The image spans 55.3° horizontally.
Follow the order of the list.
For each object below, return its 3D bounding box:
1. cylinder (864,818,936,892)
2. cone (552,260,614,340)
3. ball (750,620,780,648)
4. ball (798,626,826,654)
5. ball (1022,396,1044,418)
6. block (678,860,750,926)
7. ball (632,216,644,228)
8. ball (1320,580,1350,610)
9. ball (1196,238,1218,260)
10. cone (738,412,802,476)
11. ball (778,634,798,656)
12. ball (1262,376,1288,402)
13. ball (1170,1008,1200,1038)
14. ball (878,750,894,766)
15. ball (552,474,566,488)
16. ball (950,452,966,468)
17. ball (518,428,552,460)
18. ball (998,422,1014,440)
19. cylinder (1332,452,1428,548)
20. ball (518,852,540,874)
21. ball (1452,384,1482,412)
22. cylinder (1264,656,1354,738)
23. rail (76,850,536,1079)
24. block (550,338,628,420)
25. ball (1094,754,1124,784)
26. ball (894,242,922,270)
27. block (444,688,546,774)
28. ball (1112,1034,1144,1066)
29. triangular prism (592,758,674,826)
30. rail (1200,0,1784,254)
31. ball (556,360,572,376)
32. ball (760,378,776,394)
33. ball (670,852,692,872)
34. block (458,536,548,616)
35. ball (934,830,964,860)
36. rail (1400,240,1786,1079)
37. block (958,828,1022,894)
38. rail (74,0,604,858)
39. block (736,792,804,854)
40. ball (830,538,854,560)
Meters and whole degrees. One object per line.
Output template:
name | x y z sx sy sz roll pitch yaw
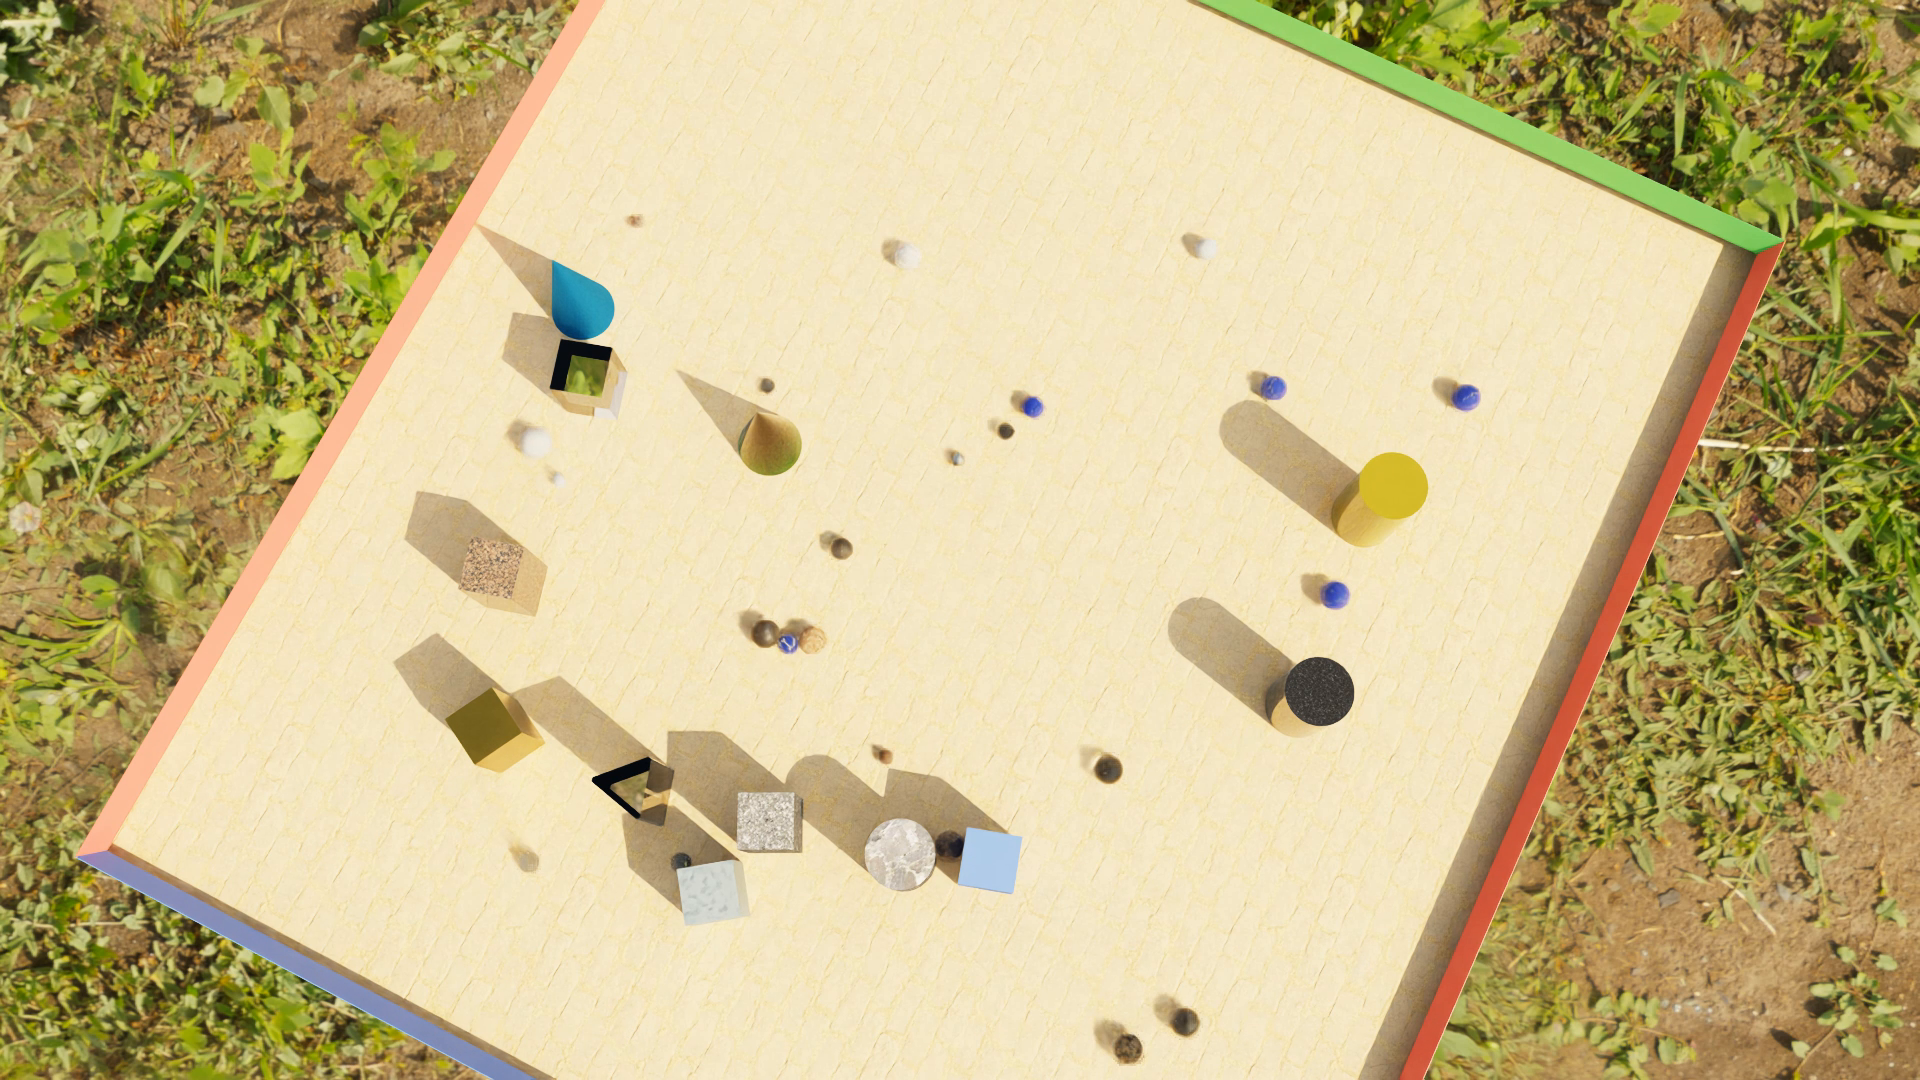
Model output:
cylinder | -0.168 0.909 5.271 0.198 0.309 0.198 0 78 0
cone | -1.185 -0.770 5.547 0.198 0.449 0.198 0 78 0
ball | -0.585 0.283 5.510 0.087 0.087 0.087 0 78 0
ball | -0.444 0.303 5.511 0.084 0.084 0.084 0 78 0
ball | 0.226 -0.412 5.666 0.071 0.071 0.071 0 78 0
block | -0.707 1.017 5.278 0.158 0.252 0.158 -10 78 -2
ball | -1.021 -1.006 5.804 0.041 0.041 0.041 0 78 0
ball | 1.133 0.168 5.535 0.092 0.092 0.092 0 78 0
ball | 0.777 -0.917 5.770 0.072 0.072 0.072 0 78 0
cone | -0.588 -0.333 5.493 0.198 0.376 0.198 0 78 0
ball | -0.517 0.315 5.519 0.064 0.064 0.064 0 78 0
ball | 0.974 -0.470 5.674 0.079 0.079 0.079 0 78 0
ball | 0.650 1.392 5.285 0.085 0.085 0.085 0 78 0
ball | -0.219 0.648 5.459 0.047 0.047 0.047 0 78 0
ball | -1.232 -0.184 5.633 0.043 0.043 0.043 0 78 0
ball | -0.006 -0.247 5.645 0.045 0.045 0.045 0 78 0
ball | -1.304 -0.296 5.627 0.099 0.099 0.099 0 78 0
ball | 0.142 -0.335 5.658 0.054 0.054 0.054 0 78 0
cylinder | 1.239 -0.114 5.434 0.198 0.405 0.198 0 78 0
ball | -1.267 0.947 5.388 0.063 0.063 0.063 0 78 0
ball | 1.564 -0.440 5.663 0.088 0.088 0.088 0 78 0
cylinder | 1.016 0.463 5.344 0.198 0.346 0.198 0 78 0
rail | -0.878 1.726 5.193 3.735 0.129 0.045 26 80 5
block | -1.129 -0.486 5.586 0.158 0.258 0.158 10 78 2
ball | 0.440 0.680 5.431 0.089 0.089 0.089 0 78 0
ball | -0.163 -0.891 5.758 0.084 0.084 0.084 0 78 0
block | -1.351 0.558 5.344 0.158 0.308 0.158 -35 80 -7
ball | 0.483 1.463 5.265 0.087 0.087 0.087 0 78 0
triangular prism | -0.903 0.699 5.258 0.171 0.419 0.148 39 81 7
rail | 0.878 -1.712 5.904 3.735 0.129 0.045 26 80 5
ball | -1.234 -0.537 5.703 0.048 0.048 0.048 0 78 0
ball | -0.598 -0.478 5.691 0.048 0.048 0.048 0 78 0
ball | -0.819 0.950 5.388 0.062 0.062 0.062 0 78 0
block | -1.351 0.112 5.434 0.158 0.313 0.158 11 79 2
ball | -0.031 0.897 5.387 0.086 0.086 0.086 0 78 0
rail | 1.649 0.814 5.381 0.045 0.129 3.973 26 80 5
block | 0.085 0.927 5.281 0.158 0.282 0.158 9 78 2
rail | -1.649 -0.801 5.716 0.045 0.129 3.973 26 80 5
block | -0.546 0.819 5.291 0.158 0.305 0.158 0 78 0
ball | -0.360 0.027 5.576 0.069 0.069 0.069 0 78 0
